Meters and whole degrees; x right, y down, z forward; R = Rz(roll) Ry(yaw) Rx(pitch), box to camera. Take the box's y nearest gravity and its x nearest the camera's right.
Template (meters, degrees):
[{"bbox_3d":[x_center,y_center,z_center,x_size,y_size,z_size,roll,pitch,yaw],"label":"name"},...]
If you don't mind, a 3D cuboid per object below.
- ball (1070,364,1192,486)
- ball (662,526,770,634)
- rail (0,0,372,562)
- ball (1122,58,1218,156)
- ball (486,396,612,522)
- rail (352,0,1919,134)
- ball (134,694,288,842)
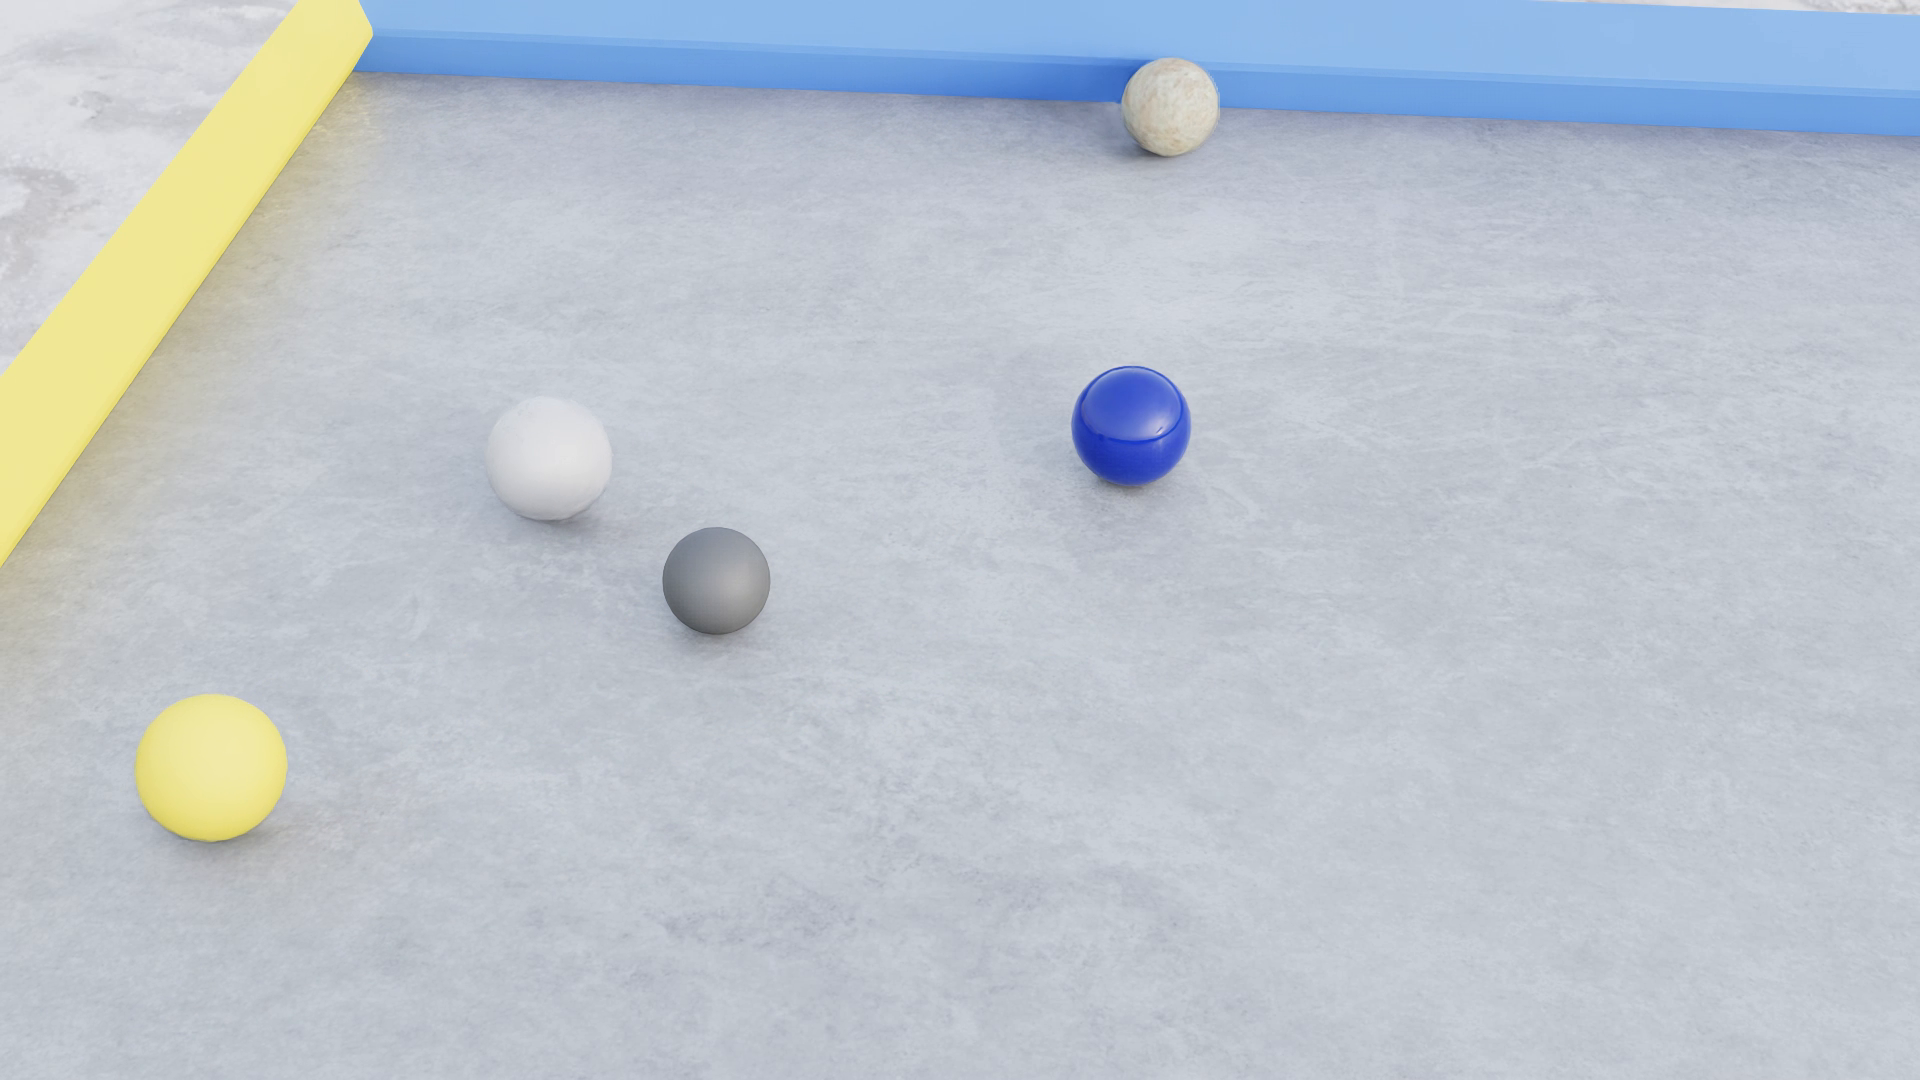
[{"bbox_3d":[0.136,-0.091,2.038,0.096,0.096,0.096,0,34,0],"label":"ball"},{"bbox_3d":[-0.178,0.030,1.877,0.079,0.079,0.079,0,34,0],"label":"ball"},{"bbox_3d":[-0.708,-0.056,1.958,0.045,0.127,1.752,3,35,5],"label":"rail"},{"bbox_3d":[0.207,-0.427,2.528,0.095,0.095,0.095,0,34,0],"label":"ball"},{"bbox_3d":[-0.319,-0.063,1.997,0.098,0.098,0.098,0,34,0],"label":"ball"},{"bbox_3d":[0.815,-0.456,2.540,2.940,0.127,0.045,3,35,5],"label":"rail"},{"bbox_3d":[-0.492,0.150,1.687,0.097,0.097,0.097,0,34,0],"label":"ball"}]
